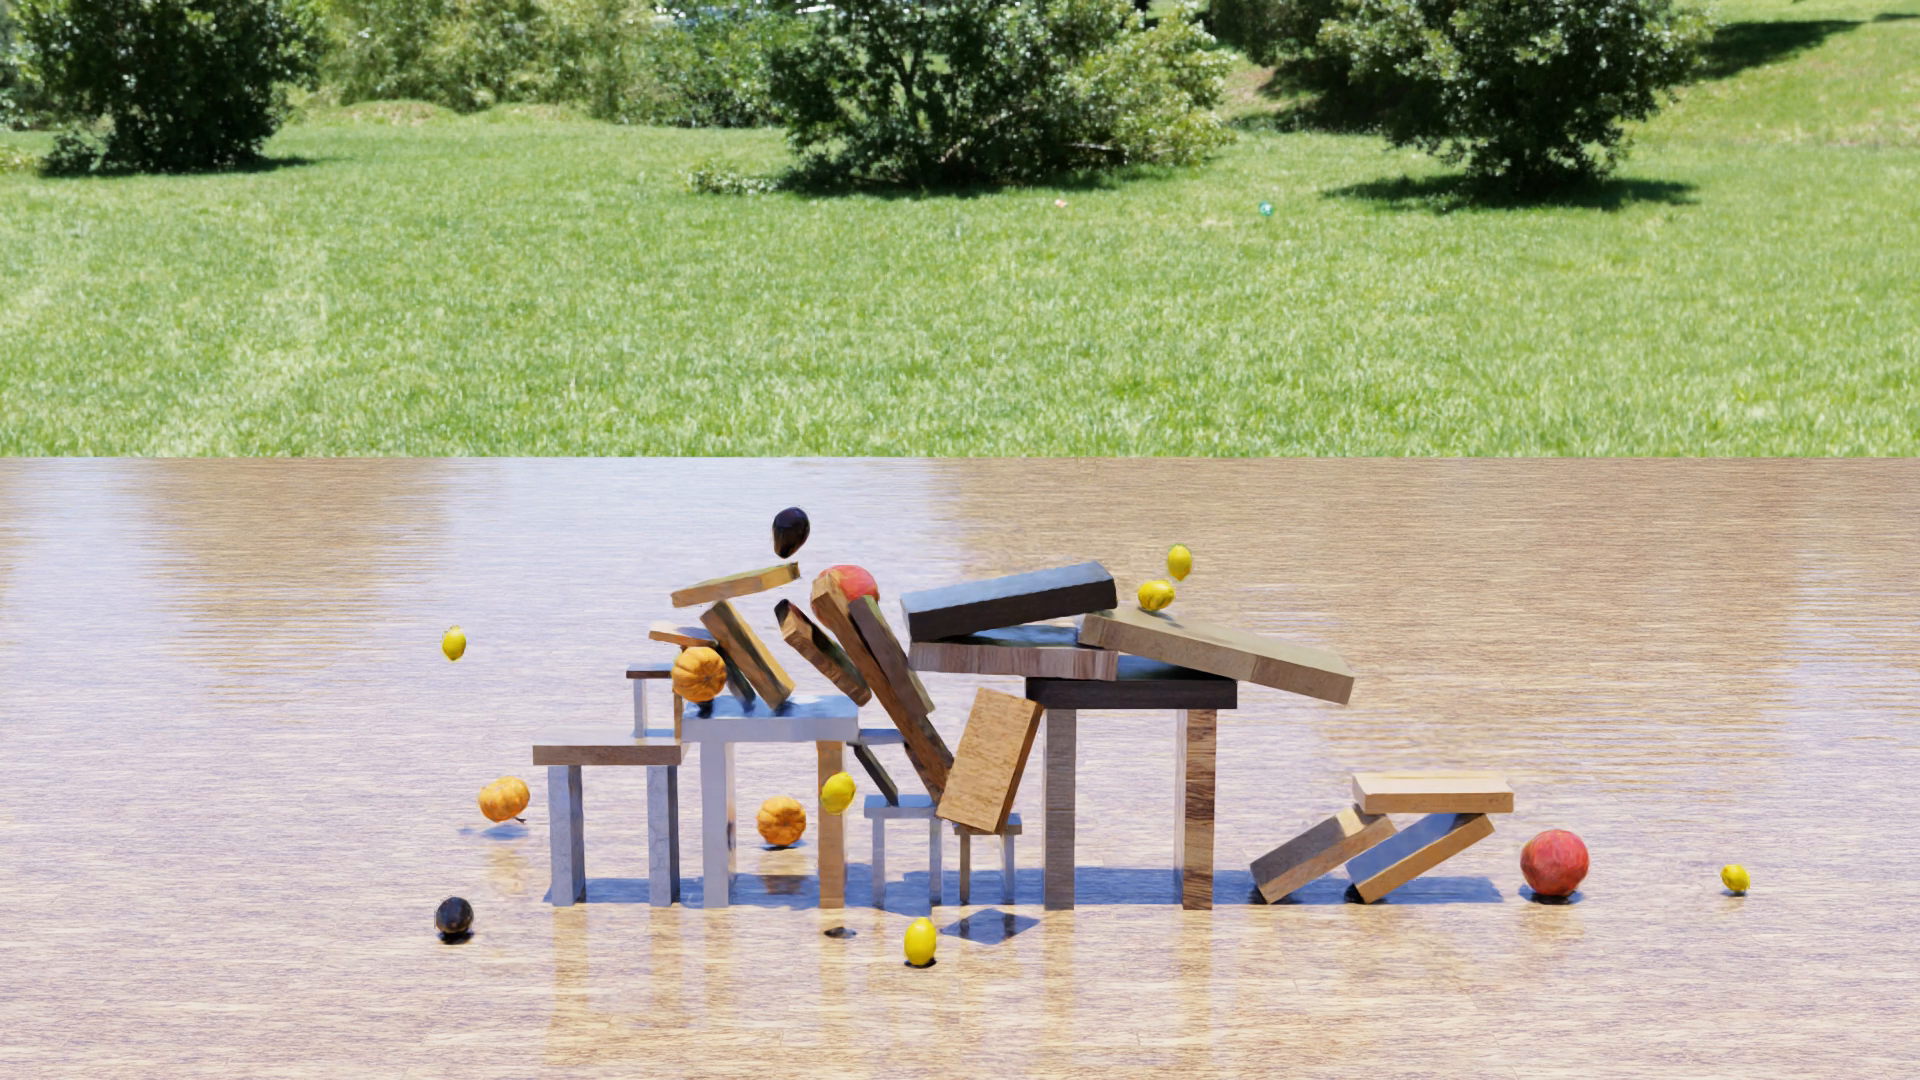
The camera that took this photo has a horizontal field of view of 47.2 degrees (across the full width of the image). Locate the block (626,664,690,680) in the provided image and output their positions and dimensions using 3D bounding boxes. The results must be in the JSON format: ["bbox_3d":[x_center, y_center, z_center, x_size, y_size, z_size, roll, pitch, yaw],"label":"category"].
[{"bbox_3d":[-0.493,0.215,3.601,0.100,0.014,0.050,0,11,1],"label":"block"}]

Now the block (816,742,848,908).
[{"bbox_3d":[-0.211,0.451,3.643,0.040,0.283,0.142,0,11,0],"label":"block"}]

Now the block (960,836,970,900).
[{"bbox_3d":[0.008,0.534,3.655,0.016,0.112,0.056,0,13,-1],"label":"block"}]

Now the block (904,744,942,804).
[{"bbox_3d":[-0.061,0.380,3.632,0.015,0.108,0.054,-28,11,2],"label":"block"}]

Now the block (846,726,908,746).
[{"bbox_3d":[-0.135,0.323,3.628,0.108,0.015,0.054,-2,10,-4],"label":"block"}]

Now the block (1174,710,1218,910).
[{"bbox_3d":[0.388,0.423,3.643,0.048,0.338,0.169,0,11,0],"label":"block"}]

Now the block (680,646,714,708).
[{"bbox_3d":[-0.430,0.217,3.604,0.015,0.109,0.054,-15,9,7],"label":"block"}]

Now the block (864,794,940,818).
[{"bbox_3d":[-0.087,0.441,3.641,0.141,0.020,0.071,0,11,-1],"label":"block"}]

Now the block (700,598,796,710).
[{"bbox_3d":[-0.348,0.184,3.609,0.027,0.194,0.097,-37,6,12],"label":"block"}]

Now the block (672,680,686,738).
[{"bbox_3d":[-0.461,0.271,3.611,0.014,0.100,0.050,-1,11,-1],"label":"block"}]

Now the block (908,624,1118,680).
[{"bbox_3d":[0.084,0.178,3.591,0.334,0.047,0.167,3,10,-2],"label":"block"}]

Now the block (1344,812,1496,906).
[{"bbox_3d":[0.763,0.513,3.659,0.242,0.034,0.121,-31,9,5],"label":"block"}]

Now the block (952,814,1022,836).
[{"bbox_3d":[0.044,0.471,3.642,0.112,0.016,0.056,-1,13,-4],"label":"block"}]

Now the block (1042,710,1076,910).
[{"bbox_3d":[0.163,0.423,3.643,0.048,0.338,0.169,0,11,0],"label":"block"}]

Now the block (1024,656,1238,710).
[{"bbox_3d":[0.276,0.233,3.608,0.338,0.048,0.169,0,11,0],"label":"block"}]

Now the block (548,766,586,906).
[{"bbox_3d":[-0.652,0.473,3.643,0.034,0.240,0.120,0,11,0],"label":"block"}]

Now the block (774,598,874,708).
[{"bbox_3d":[-0.221,0.183,3.561,0.027,0.194,0.097,-40,33,8],"label":"block"}]

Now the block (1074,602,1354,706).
[{"bbox_3d":[0.411,0.177,3.596,0.444,0.047,0.167,13,10,-2],"label":"block"}]

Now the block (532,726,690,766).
[{"bbox_3d":[-0.571,0.338,3.618,0.240,0.034,0.120,0,11,0],"label":"block"}]

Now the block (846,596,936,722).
[{"bbox_3d":[-0.109,0.189,3.530,0.030,0.213,0.107,-30,-4,4],"label":"block"}]

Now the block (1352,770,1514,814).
[{"bbox_3d":[0.781,0.417,3.642,0.242,0.034,0.121,-1,11,0],"label":"block"}]

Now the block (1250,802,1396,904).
[{"bbox_3d":[0.602,0.513,3.660,0.242,0.034,0.121,-31,9,5],"label":"block"}]

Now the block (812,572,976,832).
[{"bbox_3d":[-0.099,0.264,3.573,0.030,0.471,0.107,-31,15,6],"label":"block"}]

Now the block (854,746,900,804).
[{"bbox_3d":[-0.138,0.382,3.633,0.015,0.108,0.054,-34,9,5],"label":"block"}]

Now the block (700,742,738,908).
[{"bbox_3d":[-0.399,0.451,3.643,0.040,0.283,0.142,0,11,0],"label":"block"}]

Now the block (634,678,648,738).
[{"bbox_3d":[-0.525,0.271,3.611,0.014,0.100,0.050,0,11,0],"label":"block"}]

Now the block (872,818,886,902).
[{"bbox_3d":[-0.134,0.521,3.655,0.020,0.141,0.071,0,11,0],"label":"block"}]

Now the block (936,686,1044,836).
[{"bbox_3d":[0.048,0.346,3.444,0.107,0.213,0.030,13,-12,30],"label":"block"}]

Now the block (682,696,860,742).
[{"bbox_3d":[-0.307,0.293,3.607,0.283,0.040,0.142,0,11,-1],"label":"block"}]

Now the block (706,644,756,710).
[{"bbox_3d":[-0.375,0.221,3.601,0.015,0.109,0.054,-32,9,12],"label":"block"}]

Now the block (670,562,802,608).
[{"bbox_3d":[-0.362,0.073,3.543,0.193,0.027,0.097,-11,5,34],"label":"block"}]

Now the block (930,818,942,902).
[{"bbox_3d":[-0.040,0.521,3.655,0.020,0.141,0.071,0,11,0],"label":"block"}]

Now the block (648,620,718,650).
[{"bbox_3d":[-0.449,0.155,3.580,0.109,0.015,0.054,10,14,-2],"label":"block"}]

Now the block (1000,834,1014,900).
[{"bbox_3d":[0.079,0.534,3.655,0.016,0.112,0.056,-2,13,-6],"label":"block"}]

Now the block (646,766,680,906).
[{"bbox_3d":[-0.491,0.473,3.643,0.034,0.240,0.120,0,11,0],"label":"block"}]

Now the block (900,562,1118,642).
[{"bbox_3d":[0.076,0.099,3.575,0.334,0.047,0.167,-9,10,-5],"label":"block"}]
